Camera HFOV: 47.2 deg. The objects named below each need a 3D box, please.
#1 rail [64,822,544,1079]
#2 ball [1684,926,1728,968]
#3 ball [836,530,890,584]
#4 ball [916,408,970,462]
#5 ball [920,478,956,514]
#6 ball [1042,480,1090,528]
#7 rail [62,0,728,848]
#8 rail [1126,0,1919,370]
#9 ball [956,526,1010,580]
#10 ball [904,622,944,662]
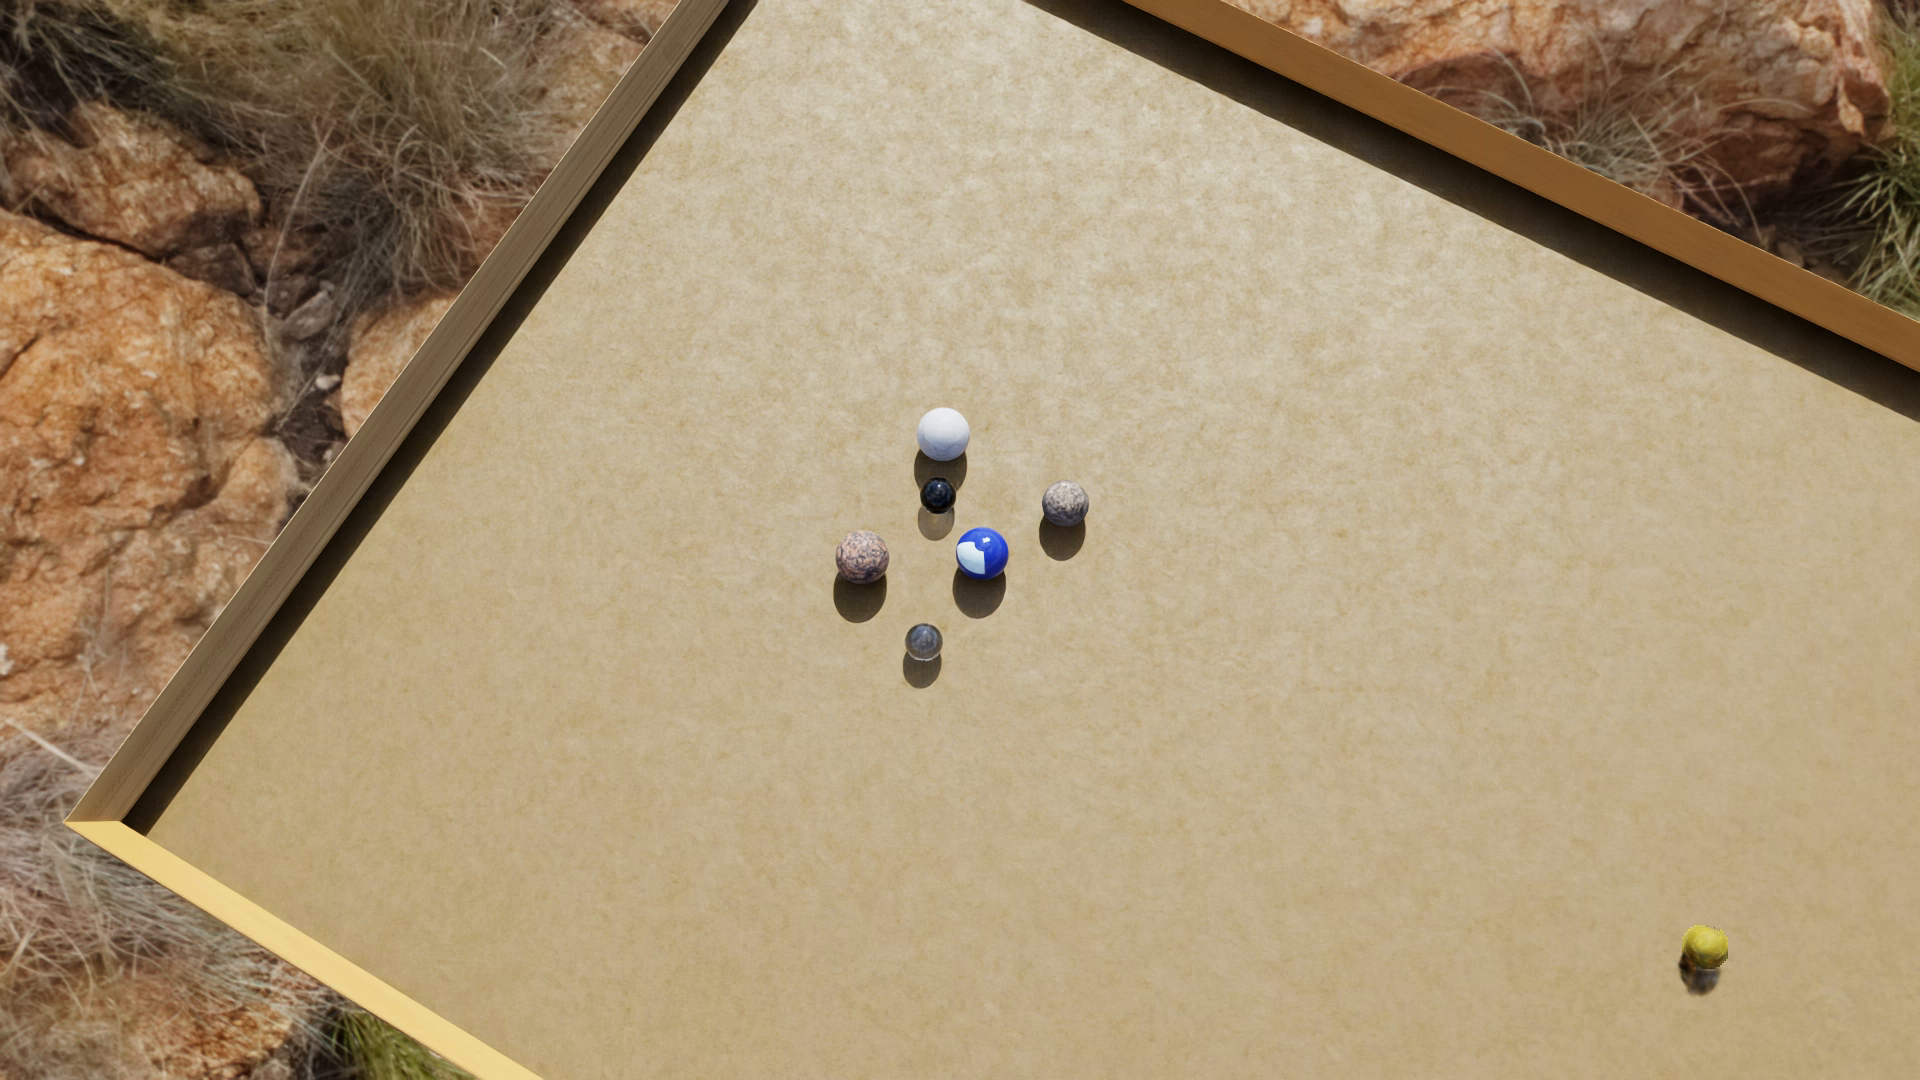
[{"bbox_3d":[0.265,1.254,2.956,3.636,0.114,0.045,28,70,11],"label":"rail"},{"bbox_3d":[1.105,0.603,3.258,0.060,0.060,0.060,0,67,0],"label":"ball"},{"bbox_3d":[-0.155,0.027,3.485,0.086,0.086,0.086,0,67,0],"label":"ball"},{"bbox_3d":[-0.027,-0.171,3.568,0.088,0.088,0.088,0,67,0],"label":"ball"},{"bbox_3d":[-0.035,-0.071,3.541,0.060,0.060,0.060,0,67,0],"label":"ball"},{"bbox_3d":[0.169,-0.058,3.527,0.076,0.076,0.076,0,67,0],"label":"ball"},{"bbox_3d":[-0.768,-0.413,3.654,0.045,0.114,2.157,28,70,11],"label":"rail"},{"bbox_3d":[1.313,-0.436,3.663,3.636,0.114,0.045,28,70,11],"label":"rail"},{"bbox_3d":[0.036,0.021,3.488,0.086,0.086,0.086,0,67,0],"label":"ball"},{"bbox_3d":[-0.056,0.159,3.444,0.061,0.061,0.061,0,67,0],"label":"ball"}]
